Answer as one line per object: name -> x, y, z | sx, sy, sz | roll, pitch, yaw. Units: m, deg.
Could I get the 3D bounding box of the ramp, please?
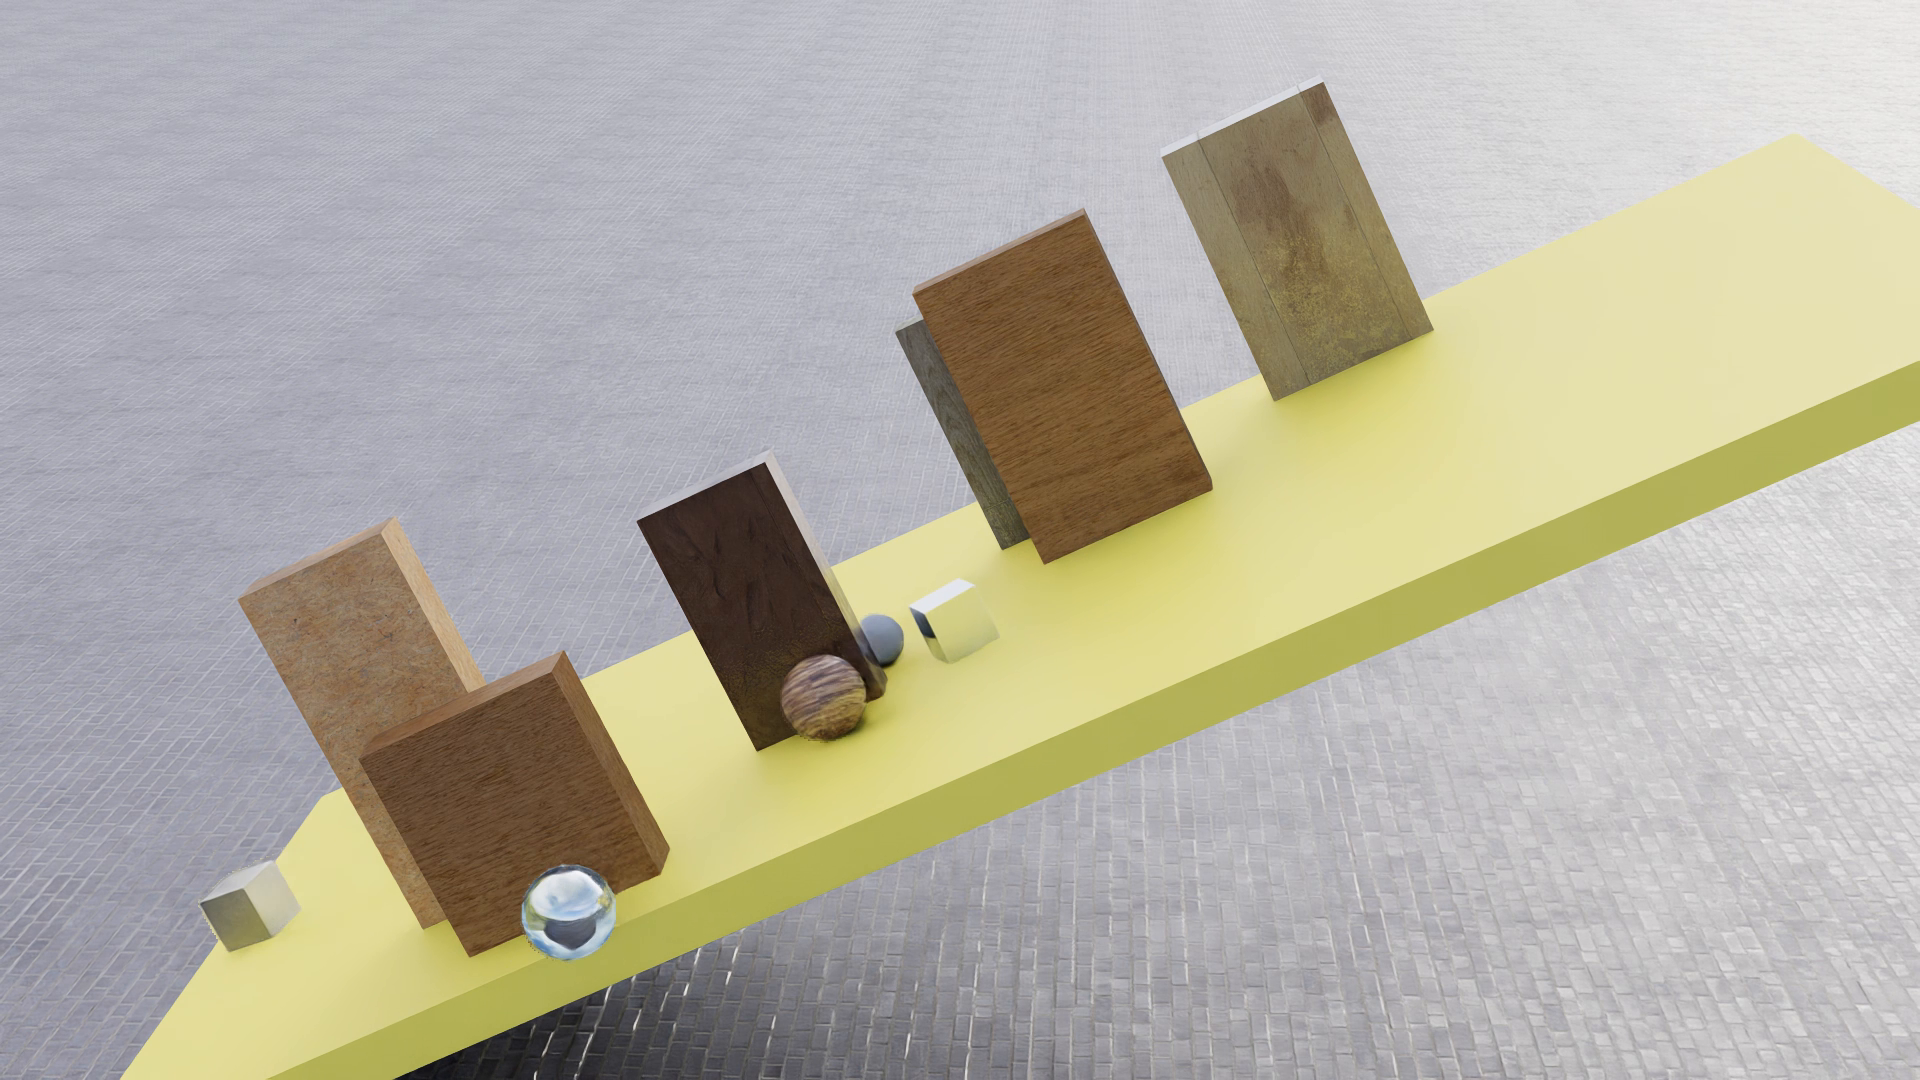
ramp -> 0.136, 0.169, 6.282 | 4.000, 0.100, 2.000 | -24, 13, 9

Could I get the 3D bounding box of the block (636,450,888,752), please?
block -> -0.404, 0.126, 6.050 | 0.294, 0.547, 0.107 | -24, 13, 9

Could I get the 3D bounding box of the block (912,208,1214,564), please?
block -> 0.224, -0.328, 6.345 | 0.403, 0.661, 0.088 | -24, 13, 9

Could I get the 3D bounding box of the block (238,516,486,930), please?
block -> -1.113, 0.373, 5.945 | 0.327, 0.776, 0.125 | -24, 13, 9

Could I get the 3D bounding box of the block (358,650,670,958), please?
block -> -0.852, 0.508, 5.653 | 0.417, 0.449, 0.132 | -24, 13, 9

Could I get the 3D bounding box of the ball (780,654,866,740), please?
ball -> -0.274, 0.315, 5.903 | 0.171, 0.171, 0.171 | 0, 16, 0

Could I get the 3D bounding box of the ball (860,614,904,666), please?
ball -> -0.173, 0.213, 6.237 | 0.111, 0.111, 0.111 | 0, 16, 0

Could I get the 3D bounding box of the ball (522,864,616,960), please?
ball -> -0.715, 0.681, 5.384 | 0.173, 0.173, 0.173 | 0, 16, 0

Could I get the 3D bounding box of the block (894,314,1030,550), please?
block -> 0.144, -0.307, 6.641 | 0.371, 0.559, 0.089 | -24, 13, 9

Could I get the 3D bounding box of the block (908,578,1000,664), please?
block -> -0.012, 0.168, 6.078 | 0.122, 0.122, 0.122 | -29, 13, -12

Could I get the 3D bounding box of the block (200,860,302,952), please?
block -> -1.580, 0.816, 6.552 | 0.131, 0.131, 0.131 | -20, 15, 25

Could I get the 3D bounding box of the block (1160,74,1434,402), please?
block -> 0.775, -0.692, 6.767 | 0.400, 0.628, 0.126 | -24, 13, 9
